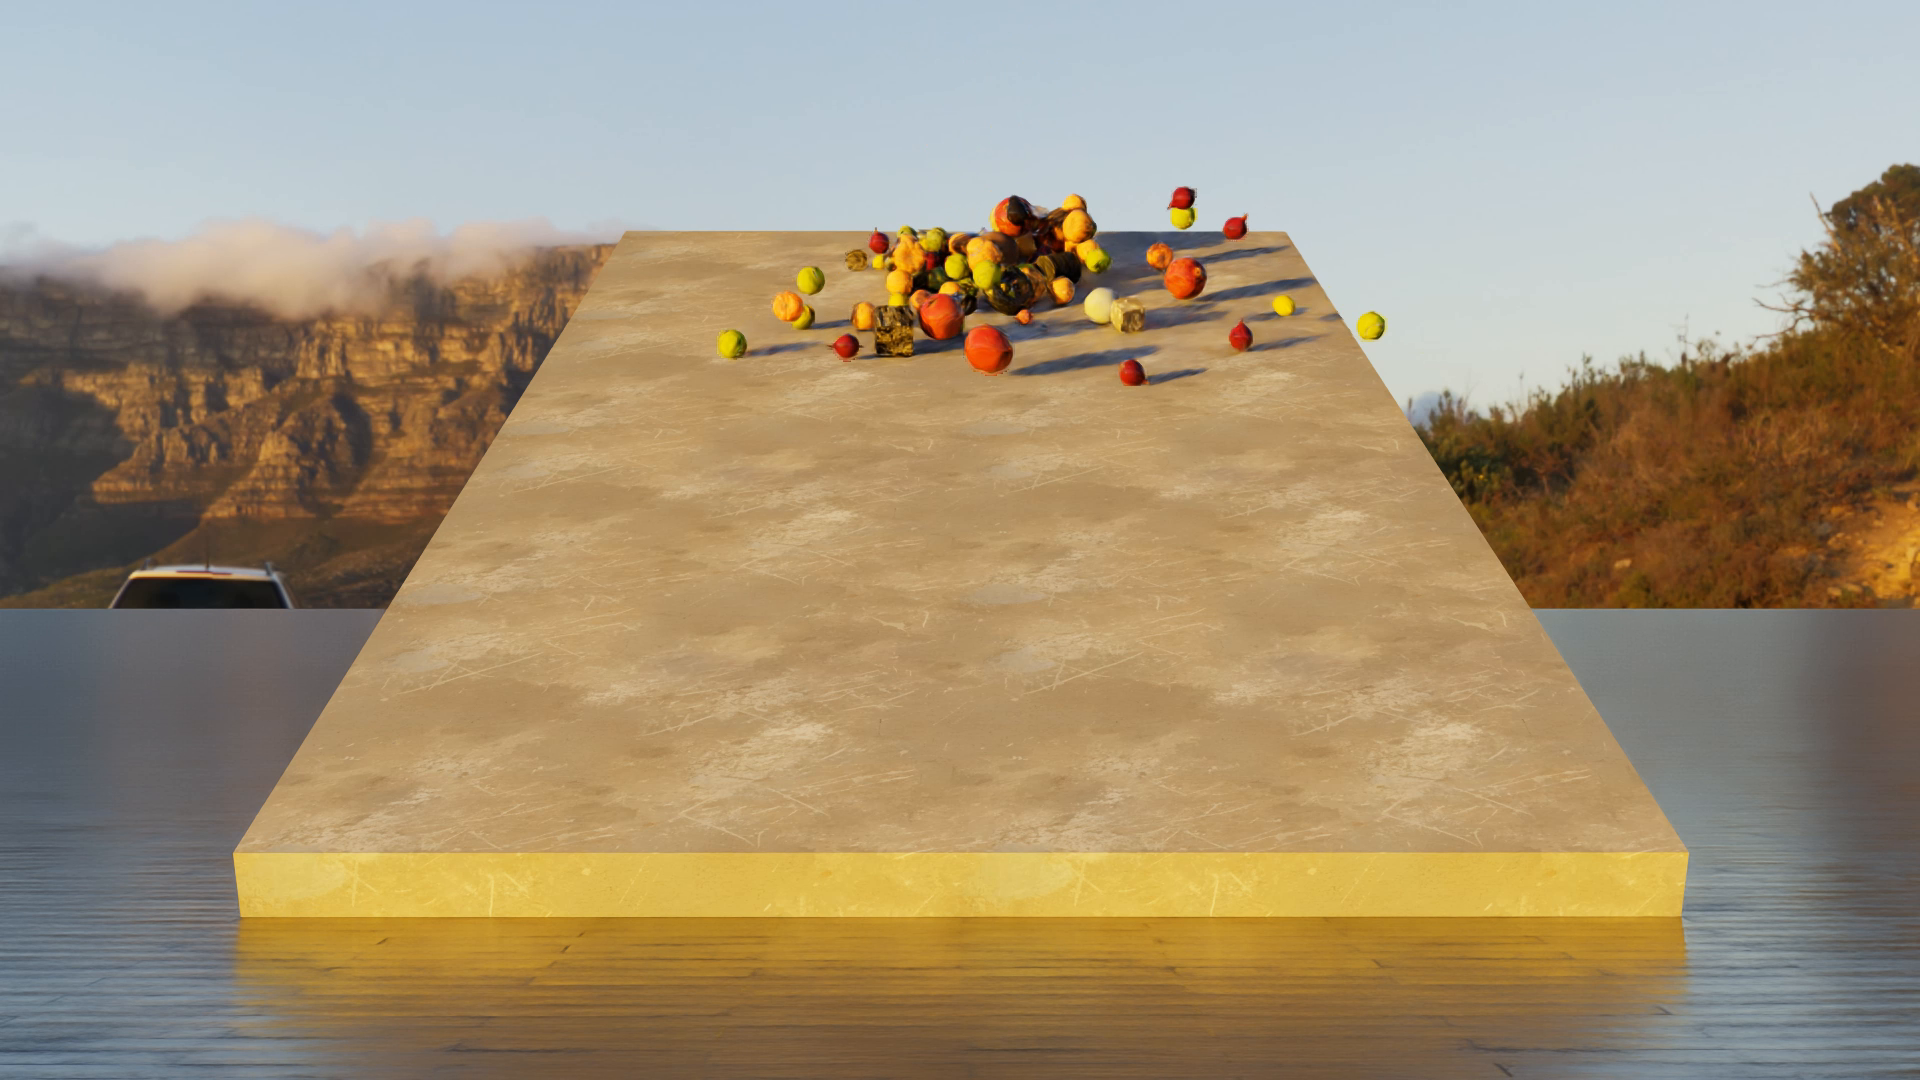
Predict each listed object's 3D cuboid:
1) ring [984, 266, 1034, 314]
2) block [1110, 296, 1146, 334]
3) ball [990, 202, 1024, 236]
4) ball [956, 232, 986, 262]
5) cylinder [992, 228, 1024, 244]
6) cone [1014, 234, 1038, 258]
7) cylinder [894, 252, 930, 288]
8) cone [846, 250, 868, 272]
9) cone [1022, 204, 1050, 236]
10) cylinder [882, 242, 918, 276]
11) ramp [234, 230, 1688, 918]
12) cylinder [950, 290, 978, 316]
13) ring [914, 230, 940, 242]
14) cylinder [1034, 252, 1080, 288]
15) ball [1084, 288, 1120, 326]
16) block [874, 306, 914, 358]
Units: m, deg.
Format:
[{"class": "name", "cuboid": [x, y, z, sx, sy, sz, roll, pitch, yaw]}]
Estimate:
[{"class": "ring", "cuboid": [0.127, -0.653, 5.920, 0.147, 0.147, 0.049, 1, -28, -35]}, {"class": "block", "cuboid": [0.426, -0.572, 5.744, 0.063, 0.063, 0.063, -13, 41, -17]}, {"class": "ball", "cuboid": [0.135, -0.926, 6.538, 0.100, 0.100, 0.100, 0, -2, 0]}, {"class": "ball", "cuboid": [0.033, -0.838, 6.477, 0.085, 0.085, 0.085, 0, -2, 0]}, {"class": "cylinder", "cuboid": [0.141, -0.910, 6.694, 0.066, 0.066, 0.066, -2, 8, 45]}, {"class": "cone", "cuboid": [0.206, -0.833, 6.539, 0.074, 0.074, 0.074, 46, 23, 27]}, {"class": "cylinder", "cuboid": [-0.132, -0.734, 6.183, 0.078, 0.078, 0.078, 21, 1, 6]}, {"class": "cone", "cuboid": [-0.292, -0.783, 6.406, 0.062, 0.062, 0.062, 0, -7, -3]}, {"class": "cone", "cuboid": [0.213, -0.914, 6.570, 0.087, 0.087, 0.087, 9, 30, -5]}, {"class": "cylinder", "cuboid": [-0.166, -0.781, 6.296, 0.072, 0.072, 0.072, -30, -14, 21]}, {"class": "ramp", "cuboid": [-0.005, -0.207, 5.010, 2.000, 0.100, 4.000, 0, 20, 0]}, {"class": "cylinder", "cuboid": [0.009, -0.619, 5.918, 0.054, 0.054, 0.054, 1, 17, -32]}, {"class": "ring", "cuboid": [-0.096, -0.908, 6.754, 0.078, 0.026, 0.078, 0, 21, 0]}, {"class": "cylinder", "cuboid": [0.266, -0.736, 6.176, 0.090, 0.090, 0.090, -14, 7, -35]}, {"class": "ball", "cuboid": [0.366, -0.599, 5.802, 0.096, 0.096, 0.096, 0, -2, 0]}, {"class": "block", "cuboid": [-0.161, -0.509, 5.528, 0.089, 0.089, 0.089, -2, 39, -5]}]
